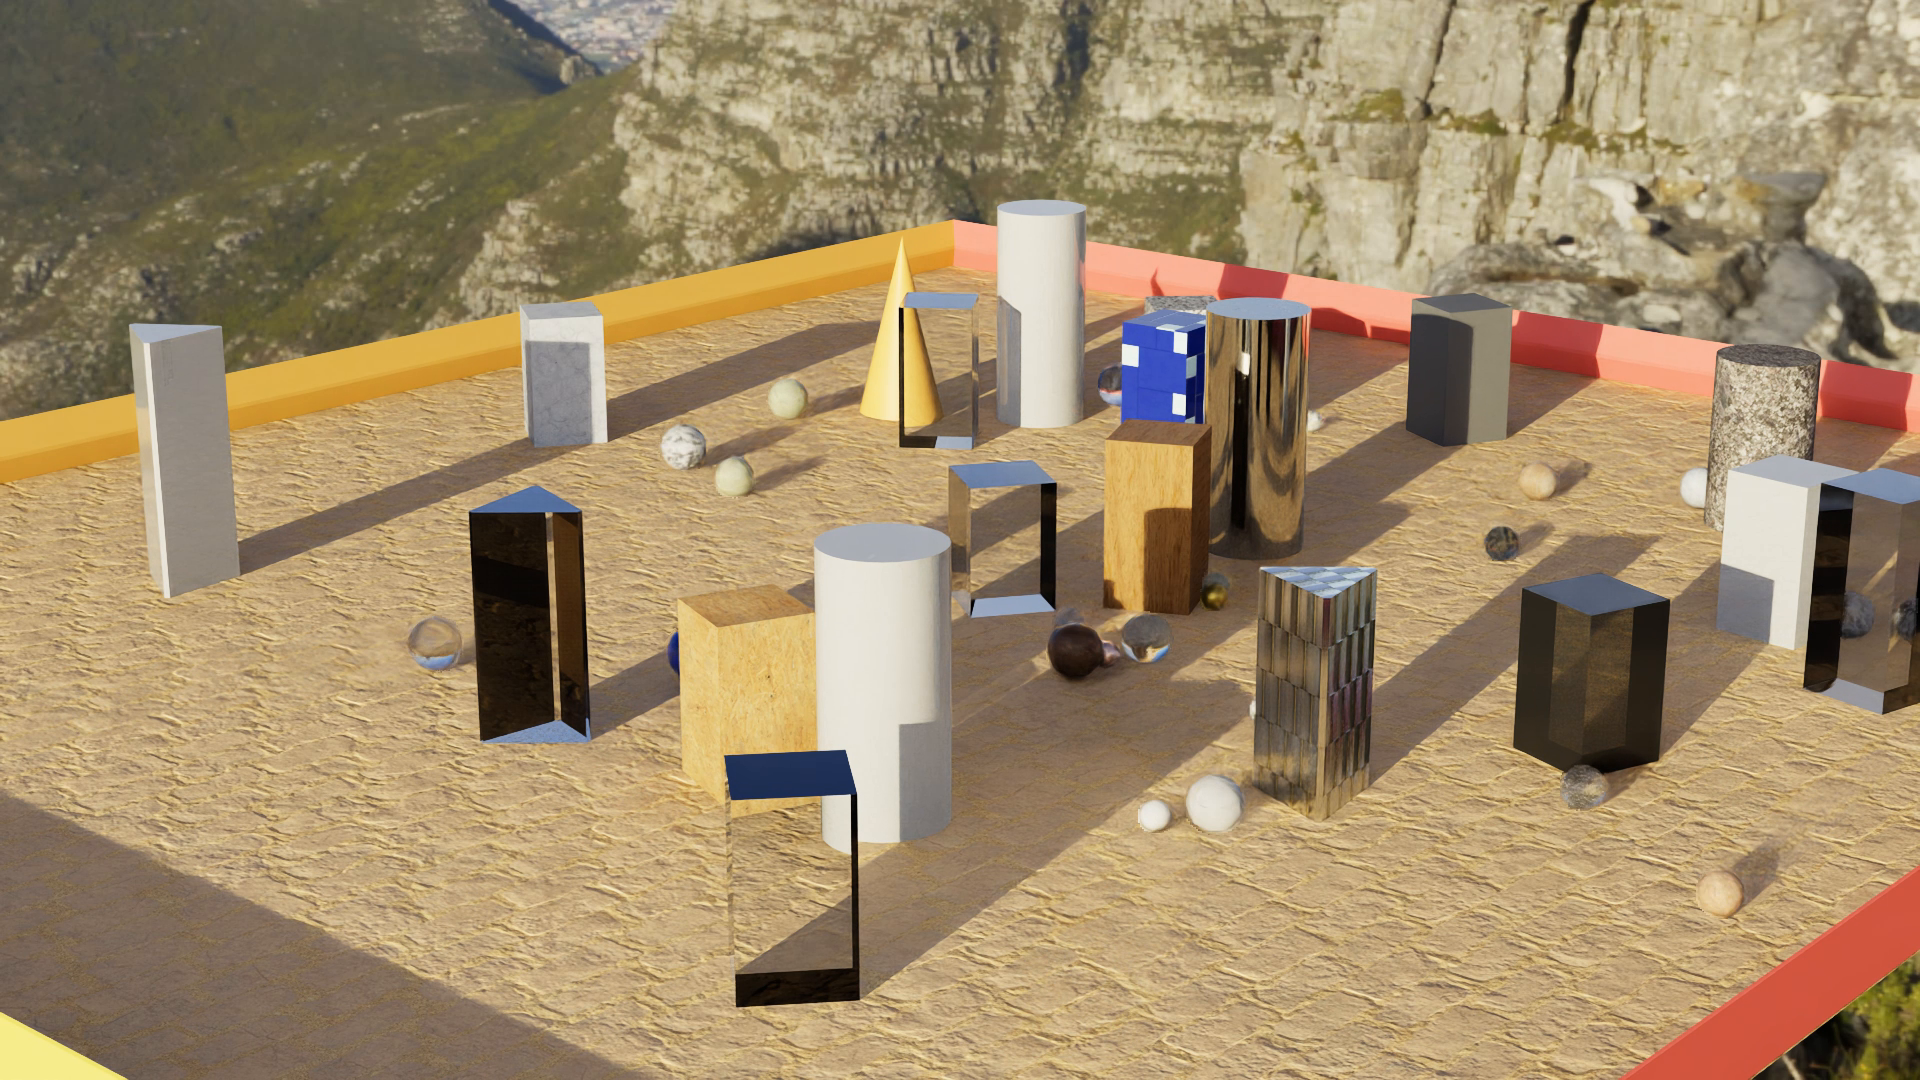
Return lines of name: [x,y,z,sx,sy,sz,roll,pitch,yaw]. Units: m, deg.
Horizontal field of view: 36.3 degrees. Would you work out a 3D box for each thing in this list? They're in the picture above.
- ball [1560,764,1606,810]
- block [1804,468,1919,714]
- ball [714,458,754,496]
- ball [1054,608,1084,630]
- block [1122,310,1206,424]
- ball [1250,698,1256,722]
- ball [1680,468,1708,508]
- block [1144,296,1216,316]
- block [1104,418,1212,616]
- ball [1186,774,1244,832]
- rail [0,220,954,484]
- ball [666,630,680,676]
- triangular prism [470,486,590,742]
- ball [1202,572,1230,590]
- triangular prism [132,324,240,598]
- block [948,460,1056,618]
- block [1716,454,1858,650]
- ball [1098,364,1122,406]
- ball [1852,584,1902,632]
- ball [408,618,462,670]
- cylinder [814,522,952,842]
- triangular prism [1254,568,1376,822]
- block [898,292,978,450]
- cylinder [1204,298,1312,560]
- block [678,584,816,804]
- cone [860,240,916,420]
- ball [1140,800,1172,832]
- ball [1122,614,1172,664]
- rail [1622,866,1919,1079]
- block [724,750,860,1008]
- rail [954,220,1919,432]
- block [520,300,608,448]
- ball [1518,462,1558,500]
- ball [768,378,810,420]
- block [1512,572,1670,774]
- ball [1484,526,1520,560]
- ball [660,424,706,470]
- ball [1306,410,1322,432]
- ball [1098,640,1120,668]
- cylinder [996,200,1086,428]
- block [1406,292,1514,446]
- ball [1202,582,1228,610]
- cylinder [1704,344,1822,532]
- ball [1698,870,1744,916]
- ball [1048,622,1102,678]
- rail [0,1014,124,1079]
ball: [0.886,0.351,4.167,0.063,0.063,0.063,0,17,0]
block: [1.445,0.078,4.593,0.151,0.339,0.151,-12,20,-34]
ball: [-0.438,-0.123,5.710,0.077,0.077,0.077,0,17,0]
ball: [0.181,0.138,4.891,0.052,0.052,0.052,0,17,0]
block: [0.431,-0.299,5.915,0.151,0.296,0.151,12,21,34]
ball: [0.466,0.261,4.498,0.044,0.044,0.044,0,17,0]
ball: [1.424,-0.100,5.630,0.080,0.080,0.080,0,17,0]
block: [0.486,-0.404,6.382,0.151,0.228,0.151,-1,17,-4]
block: [0.341,-0.041,5.057,0.151,0.299,0.151,5,18,16]
ball: [0.356,0.367,4.085,0.081,0.081,0.081,0,17,0]
rail: [-1.412,-0.324,6.294,0.045,0.123,4.304,14,22,39]
ball: [-0.424,0.179,4.690,0.090,0.090,0.090,0,17,0]
triangular prism: [-0.643,0.111,4.443,0.164,0.362,0.142,0,17,-1]
ball: [0.443,0.081,5.086,0.049,0.049,0.049,0,17,0]
triangular prism: [-1.389,-0.148,5.142,0.142,0.454,0.164,12,21,35]
block: [0.072,-0.004,5.054,0.151,0.229,0.151,-4,17,-14]
block: [1.381,0.018,4.899,0.151,0.277,0.151,-14,22,-40]
ball: [0.345,-0.338,6.399,0.091,0.091,0.091,0,17,0]
ball: [1.540,0.114,4.925,0.079,0.079,0.079,0,17,0]
ball: [-0.847,0.168,4.734,0.086,0.086,0.086,0,17,0]
cylinder: [-0.106,0.197,4.084,0.189,0.405,0.189,0,17,0]
triangular prism: [0.487,0.208,4.177,0.142,0.331,0.164,10,20,30]
block: [-0.043,-0.353,6.094,0.151,0.296,0.151,2,17,5]
cylinder: [0.537,-0.204,5.341,0.189,0.446,0.189,0,17,0]
block: [-0.307,0.221,4.246,0.151,0.266,0.151,-8,19,-26]
cone: [-0.124,-0.466,6.319,0.189,0.383,0.189,0,17,0]
ball: [0.273,0.384,4.090,0.044,0.044,0.044,0,17,0]
ball: [0.303,0.160,4.769,0.081,0.081,0.081,0,17,0]
rail: [1.412,0.385,3.947,0.045,0.123,4.304,14,22,39]
block: [-0.207,0.414,3.602,0.151,0.270,0.151,-2,17,-7]
rail: [1.395,-0.434,6.659,3.787,0.123,0.045,14,22,39]
block: [-0.828,-0.348,6.122,0.151,0.270,0.151,-5,17,-15]
ball: [1.121,-0.115,5.687,0.076,0.076,0.076,0,17,0]
ball: [-0.368,-0.303,6.287,0.088,0.088,0.088,0,17,0]
block: [0.934,0.199,4.343,0.151,0.252,0.151,-9,19,-28]
ball: [0.982,0.006,5.311,0.063,0.063,0.063,0,17,0]
ball: [-0.556,-0.187,5.894,0.093,0.093,0.093,0,17,0]
ball: [0.744,-0.250,6.190,0.044,0.044,0.044,0,17,0]
ball: [0.238,0.185,4.749,0.044,0.044,0.044,0,17,0]
cylinder: [0.173,-0.483,6.249,0.189,0.455,0.189,0,17,0]
block: [1.043,-0.357,6.129,0.151,0.283,0.151,-7,18,-21]
ball: [0.438,0.097,5.035,0.047,0.047,0.047,0,17,0]
cylinder: [1.501,-0.186,5.489,0.189,0.327,0.189,0,17,0]
ball: [0.990,0.459,3.815,0.060,0.060,0.060,0,17,0]
ball: [0.185,0.176,4.701,0.089,0.089,0.089,0,17,0]
rail: [-1.395,0.496,3.582,3.787,0.123,0.045,14,22,39]
